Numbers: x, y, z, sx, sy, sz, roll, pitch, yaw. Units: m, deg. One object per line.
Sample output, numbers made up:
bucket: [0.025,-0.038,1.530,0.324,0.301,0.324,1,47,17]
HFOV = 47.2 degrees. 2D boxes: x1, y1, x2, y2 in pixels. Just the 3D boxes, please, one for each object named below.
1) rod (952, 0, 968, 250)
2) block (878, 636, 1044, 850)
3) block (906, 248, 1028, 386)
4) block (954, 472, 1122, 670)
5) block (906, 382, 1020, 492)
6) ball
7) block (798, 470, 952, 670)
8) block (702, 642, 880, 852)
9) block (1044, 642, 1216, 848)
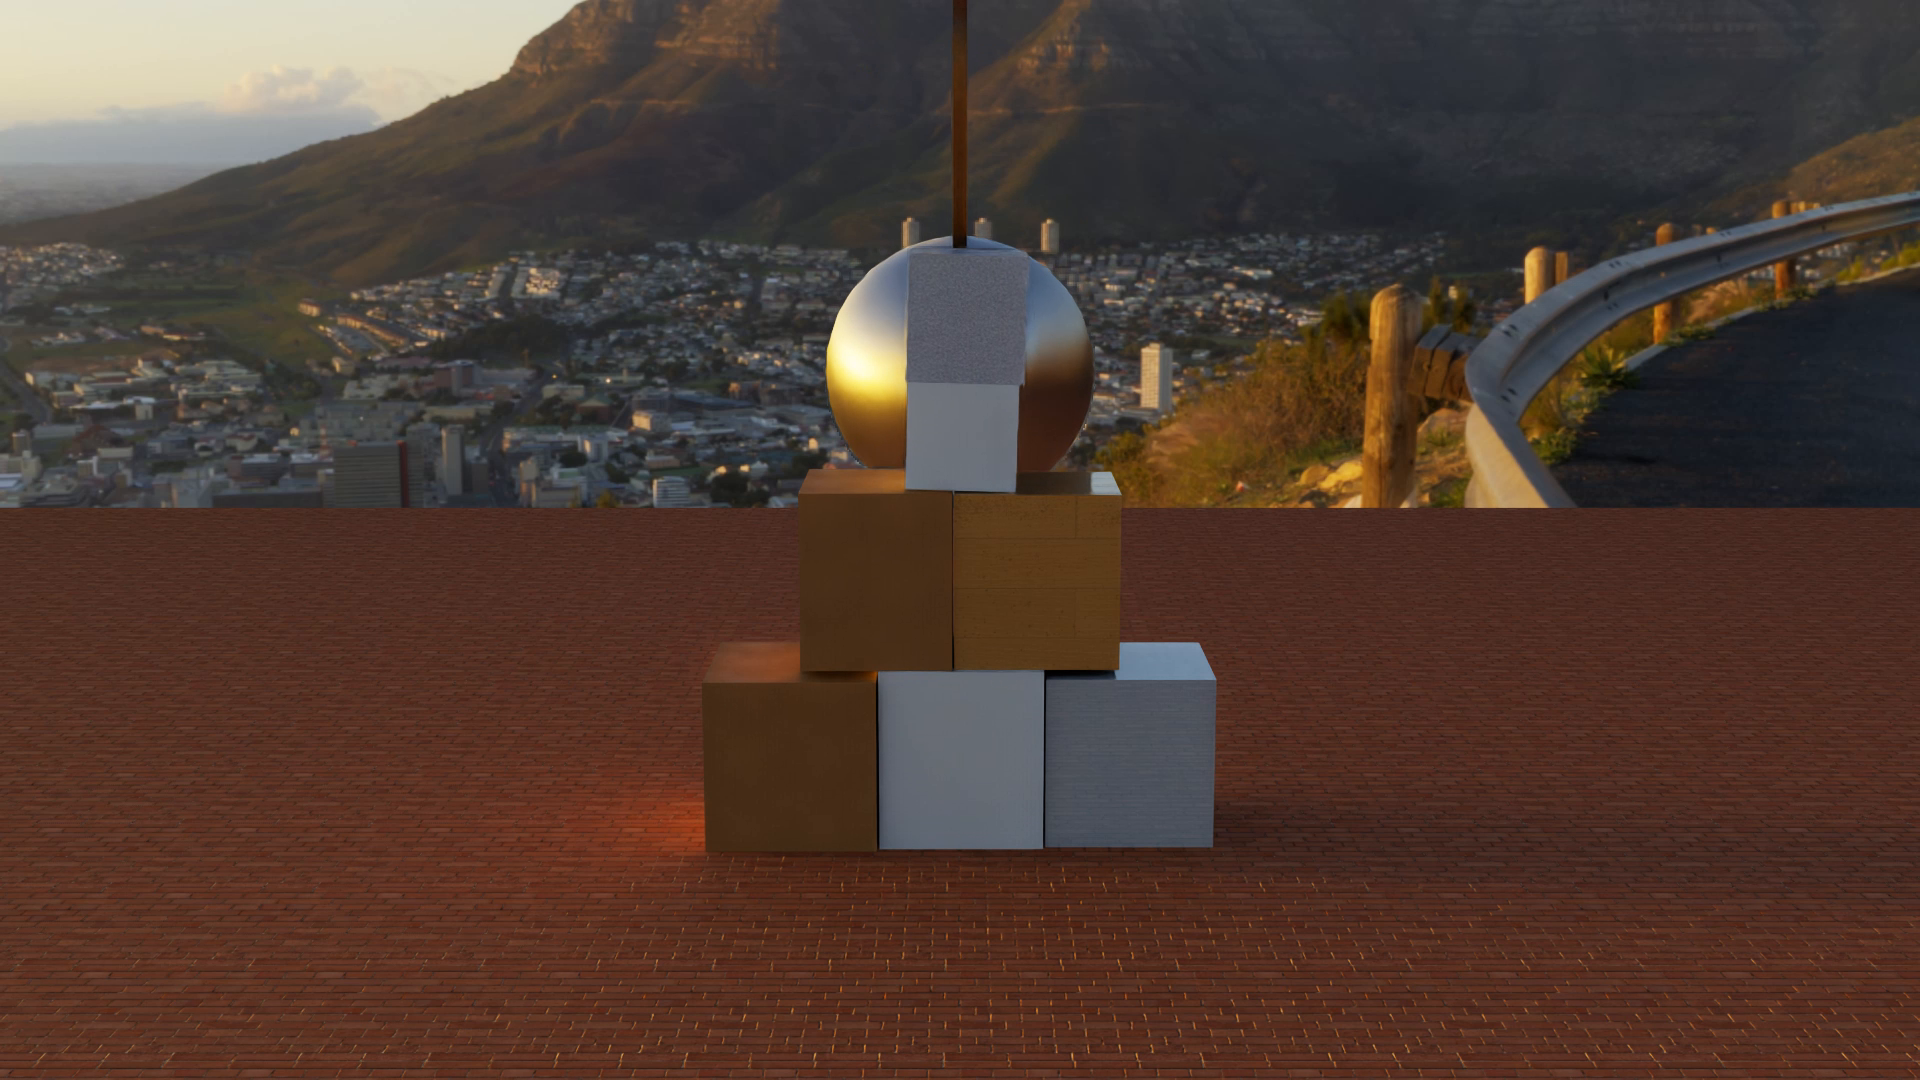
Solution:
rod: [0.000,-3.933,11.379,0.080,5.200,0.080,0,31,0]
block: [0.006,1.030,11.353,0.821,0.911,0.815,0,10,0]
block: [0.034,-1.123,10.976,0.580,0.624,0.558,2,10,0]
block: [0.381,0.144,11.224,0.820,0.880,0.765,0,10,0]
block: [0.010,-0.558,11.092,0.545,0.531,0.611,2,10,0]
ball: [0.000,-1.004,13.106,1.600,1.600,1.600,0,10,0]
block: [-0.415,0.138,11.225,0.753,0.890,0.817,0,10,0]
block: [-0.844,1.050,11.362,0.858,0.868,0.902,0,10,0]
block: [0.850,1.046,11.390,0.847,0.866,0.825,0,10,0]
